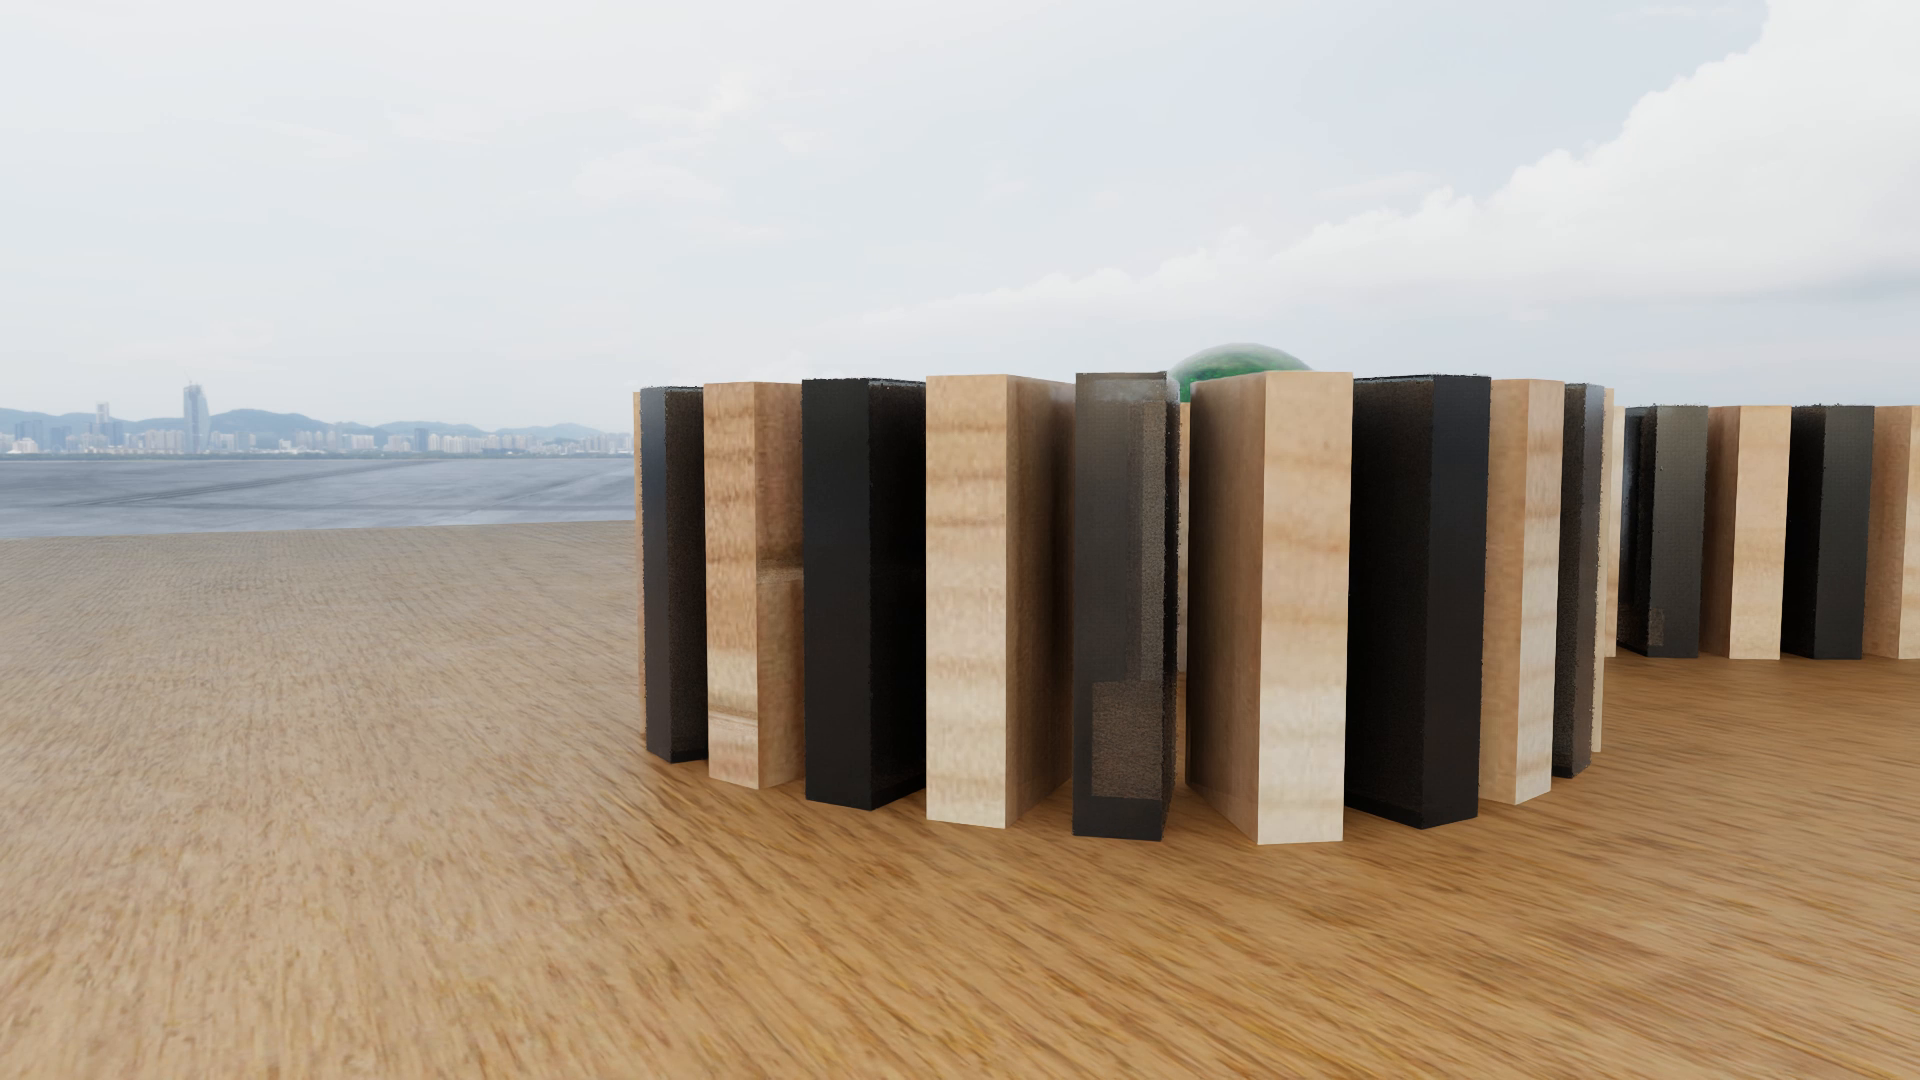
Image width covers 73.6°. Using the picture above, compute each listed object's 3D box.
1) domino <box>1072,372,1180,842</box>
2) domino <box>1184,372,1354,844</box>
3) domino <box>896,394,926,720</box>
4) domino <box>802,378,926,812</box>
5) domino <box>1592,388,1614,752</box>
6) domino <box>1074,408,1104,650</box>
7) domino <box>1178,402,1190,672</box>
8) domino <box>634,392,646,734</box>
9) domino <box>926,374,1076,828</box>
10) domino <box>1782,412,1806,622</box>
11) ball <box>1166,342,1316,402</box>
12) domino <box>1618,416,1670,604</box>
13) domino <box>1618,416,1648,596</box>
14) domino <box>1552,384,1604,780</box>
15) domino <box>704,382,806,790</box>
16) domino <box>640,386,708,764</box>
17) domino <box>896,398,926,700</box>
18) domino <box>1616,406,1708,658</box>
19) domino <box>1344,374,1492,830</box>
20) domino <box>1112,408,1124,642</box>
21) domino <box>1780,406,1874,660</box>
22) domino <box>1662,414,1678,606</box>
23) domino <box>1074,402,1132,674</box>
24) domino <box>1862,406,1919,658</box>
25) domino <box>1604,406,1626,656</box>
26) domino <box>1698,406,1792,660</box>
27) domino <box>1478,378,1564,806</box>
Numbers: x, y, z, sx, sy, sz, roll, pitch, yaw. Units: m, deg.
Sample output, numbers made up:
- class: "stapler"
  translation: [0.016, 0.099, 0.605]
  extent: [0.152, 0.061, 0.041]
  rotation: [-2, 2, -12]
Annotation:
- class: "domino"
  translation: [0.020, 0.006, 0.149]
  extent: [0.009, 0.050, 0.025]
  rotation: [1, 4, 13]
- class: "domino"
  translation: [0.035, 0.006, 0.148]
  extent: [0.009, 0.050, 0.025]
  rotation: [-1, 4, -8]
- class: "domino"
  translation: [0.000, 0.002, 0.201]
  extent: [0.025, 0.050, 0.010]
  rotation: [0, 4, 0]
- class: "domino"
  translation: [-0.008, 0.006, 0.160]
  extent: [0.010, 0.050, 0.025]
  rotation: [3, 5, 30]
- class: "domino"
  translation: [0.079, 0.004, 0.185]
  extent: [0.025, 0.050, 0.010]
  rotation: [2, 5, 27]
- class: "domino"
  translation: [0.024, -0.003, 0.277]
  extent: [0.009, 0.050, 0.025]
  rotation: [0, 4, -3]
- class: "domino"
  translation: [0.039, -0.001, 0.251]
  extent: [0.009, 0.050, 0.025]
  rotation: [0, 4, -3]
- class: "domino"
  translation: [-0.036, 0.003, 0.194]
  extent: [0.025, 0.050, 0.010]
  rotation: [-1, 4, -9]
- class: "domino"
  translation: [0.005, 0.006, 0.153]
  extent: [0.009, 0.050, 0.025]
  rotation: [2, 5, 22]
- class: "domino"
  translation: [0.210, -0.006, 0.310]
  extent: [0.025, 0.050, 0.009]
  rotation: [-1, 5, -19]
- class: "ball"
  translation: [0.104, -0.033, 0.480]
  extent: [0.080, 0.080, 0.080]
  rotation: [0, 4, 0]
- class: "domino"
  translation: [0.190, -0.009, 0.350]
  extent: [0.025, 0.050, 0.010]
  rotation: [-3, 5, -30]
- class: "domino"
  translation: [0.182, -0.010, 0.363]
  extent: [0.025, 0.050, 0.009]
  rotation: [-3, 5, -33]
- class: "domino"
  translation: [0.071, 0.005, 0.173]
  extent: [0.025, 0.050, 0.010]
  rotation: [3, 6, 39]
- class: "domino"
  translation: [-0.020, 0.005, 0.169]
  extent: [0.010, 0.050, 0.025]
  rotation: [4, 6, 40]
- class: "domino"
  translation: [-0.031, 0.004, 0.180]
  extent: [0.025, 0.050, 0.009]
  rotation: [-3, 5, -33]
- class: "domino"
  translation: [0.000, 0.001, 0.216]
  extent: [0.025, 0.050, 0.010]
  rotation: [0, 4, 1]
- class: "domino"
  translation: [0.143, -0.002, 0.266]
  extent: [0.009, 0.050, 0.025]
  rotation: [0, 4, 6]
- class: "domino"
  translation: [0.049, 0.006, 0.153]
  extent: [0.009, 0.050, 0.025]
  rotation: [-3, 5, -31]
- class: "domino"
  translation: [0.039, -0.003, 0.277]
  extent: [0.010, 0.050, 0.025]
  rotation: [0, 4, 0]
- class: "domino"
  translation: [0.173, -0.002, 0.264]
  extent: [0.010, 0.050, 0.025]
  rotation: [0, 4, 0]
- class: "domino"
  translation: [0.198, -0.008, 0.337]
  extent: [0.025, 0.050, 0.009]
  rotation: [-2, 5, -29]
- class: "domino"
  translation: [0.024, -0.001, 0.248]
  extent: [0.010, 0.050, 0.025]
  rotation: [-1, 4, -15]
- class: "domino"
  translation: [0.188, -0.002, 0.265]
  extent: [0.009, 0.050, 0.025]
  rotation: [-1, 4, -10]
- class: "domino"
  translation: [0.128, -0.003, 0.268]
  extent: [0.010, 0.050, 0.025]
  rotation: [1, 4, 8]
- class: "domino"
  translation: [0.158, -0.002, 0.265]
  extent: [0.010, 0.050, 0.025]
  rotation: [0, 4, 4]
- class: "domino"
  translation: [0.061, 0.005, 0.162]
  extent: [0.010, 0.050, 0.025]
  rotation: [-4, 6, -42]
